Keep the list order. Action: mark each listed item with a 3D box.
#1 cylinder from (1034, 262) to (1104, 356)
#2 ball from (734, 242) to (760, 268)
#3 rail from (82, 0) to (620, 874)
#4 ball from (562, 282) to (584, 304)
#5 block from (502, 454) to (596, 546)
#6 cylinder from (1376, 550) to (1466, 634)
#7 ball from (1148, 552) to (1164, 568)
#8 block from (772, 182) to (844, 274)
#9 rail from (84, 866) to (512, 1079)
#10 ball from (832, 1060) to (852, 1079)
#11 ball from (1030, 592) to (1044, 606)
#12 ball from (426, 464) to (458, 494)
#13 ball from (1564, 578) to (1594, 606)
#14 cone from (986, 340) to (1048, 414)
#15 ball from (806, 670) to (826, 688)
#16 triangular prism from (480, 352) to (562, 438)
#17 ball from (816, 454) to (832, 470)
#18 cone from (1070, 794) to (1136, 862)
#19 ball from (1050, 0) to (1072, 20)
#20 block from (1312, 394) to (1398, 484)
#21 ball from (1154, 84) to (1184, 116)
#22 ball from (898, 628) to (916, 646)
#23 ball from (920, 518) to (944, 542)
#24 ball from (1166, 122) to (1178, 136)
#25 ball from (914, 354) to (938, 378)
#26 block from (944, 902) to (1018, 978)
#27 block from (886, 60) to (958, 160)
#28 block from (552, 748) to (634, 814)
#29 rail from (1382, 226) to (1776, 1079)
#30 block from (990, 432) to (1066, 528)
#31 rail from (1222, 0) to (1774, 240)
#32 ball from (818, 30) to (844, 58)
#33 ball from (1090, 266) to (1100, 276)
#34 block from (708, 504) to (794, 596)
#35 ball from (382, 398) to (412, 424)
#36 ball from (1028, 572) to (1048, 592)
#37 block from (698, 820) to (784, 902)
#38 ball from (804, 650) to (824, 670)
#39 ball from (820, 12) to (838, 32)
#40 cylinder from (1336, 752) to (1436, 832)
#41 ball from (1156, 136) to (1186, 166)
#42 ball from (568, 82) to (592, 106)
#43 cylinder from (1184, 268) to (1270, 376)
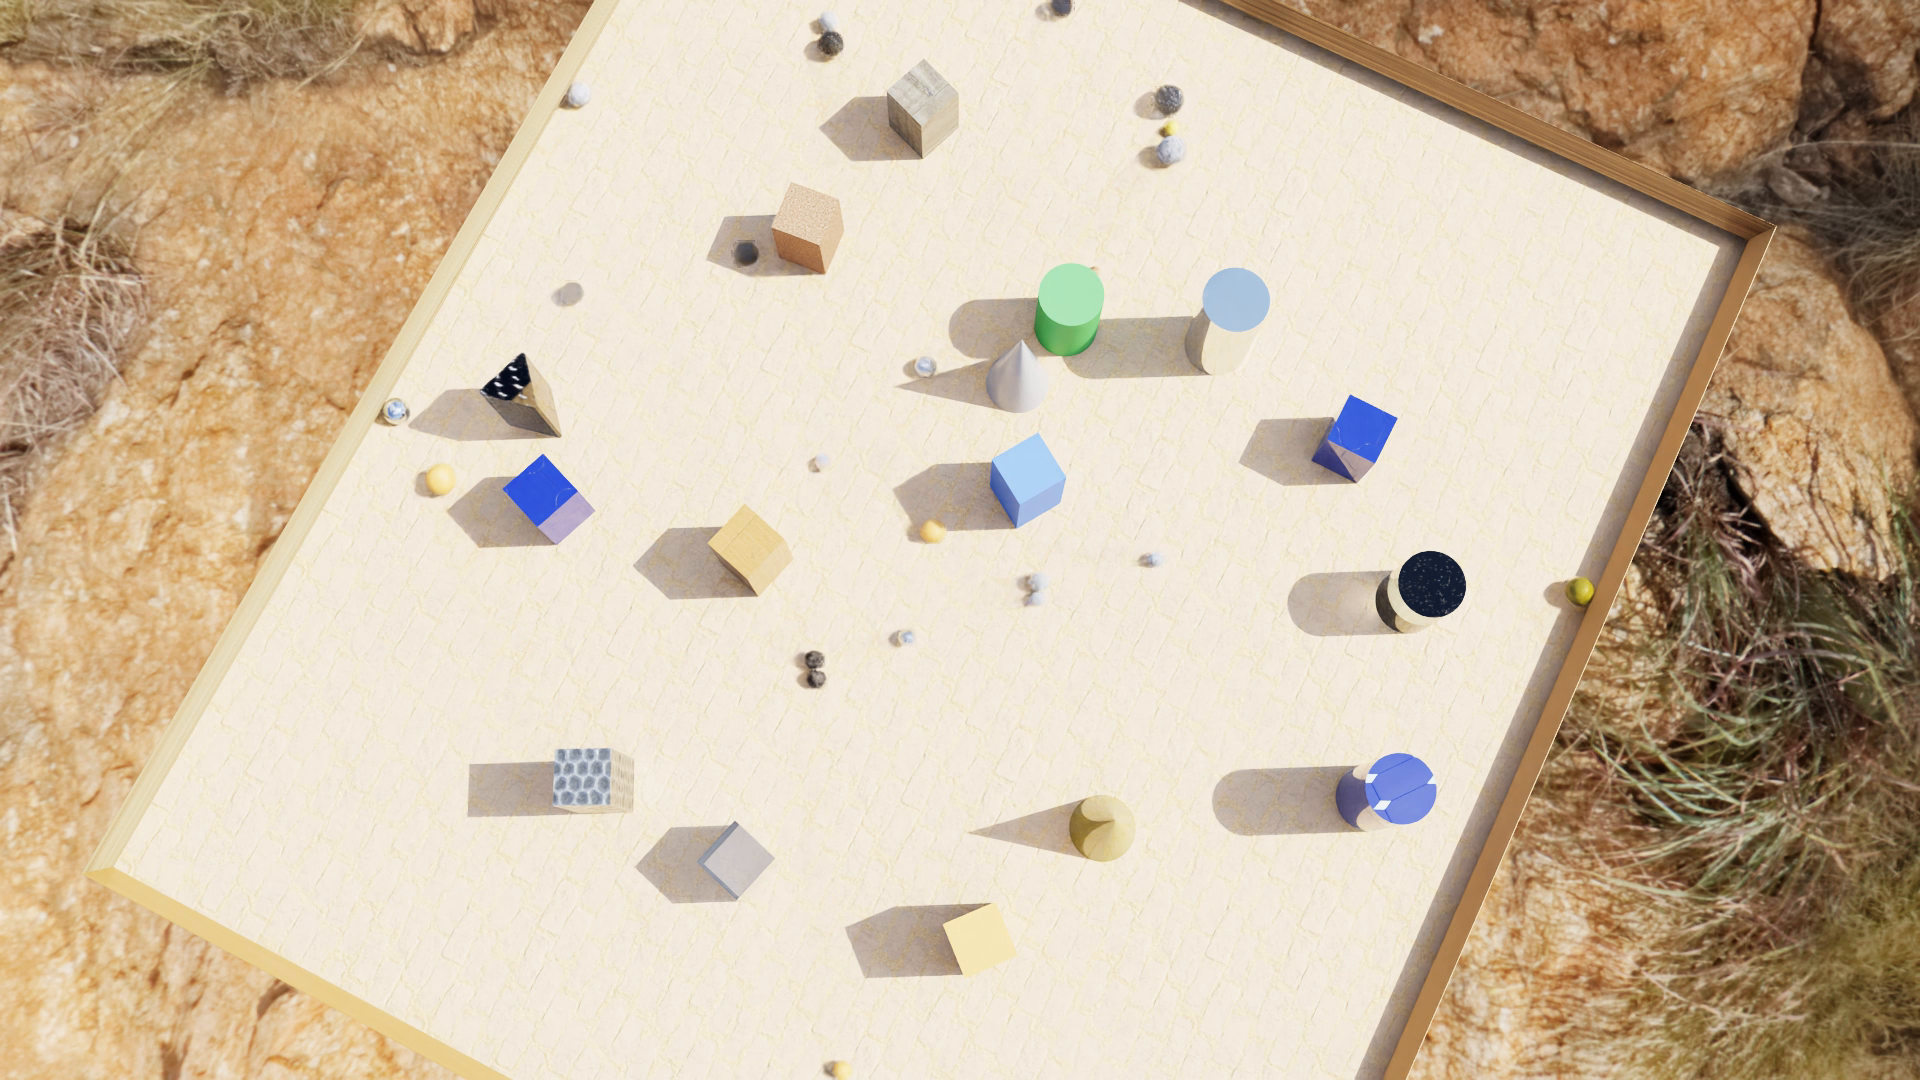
[{"bbox_3d":[0.332,-0.702,5.608,0.198,0.301,0.198,0,78,0],"label":"cylinder"},{"bbox_3d":[-0.672,-0.898,5.761,0.081,0.081,0.081,0,78,0],"label":"ball"},{"bbox_3d":[-1.612,-0.782,5.712,0.045,0.128,4.037,26,80,5],"label":"rail"},{"bbox_3d":[-1.214,-0.773,5.741,0.069,0.069,0.069,0,78,0],"label":"ball"},{"bbox_3d":[-1.231,-0.120,5.506,0.158,0.266,0.158,-43,81,-8],"label":"block"},{"bbox_3d":[1.362,0.157,5.432,0.198,0.298,0.198,0,78,0],"label":"cylinder"},{"bbox_3d":[0.597,0.059,5.579,0.050,0.050,0.050,0,78,0],"label":"ball"},{"bbox_3d":[-0.469,-0.964,5.683,0.158,0.261,0.158,21,79,4],"label":"block"},{"bbox_3d":[-0.892,1.754,5.187,3.651,0.128,0.045,26,80,5],"label":"rail"},{"bbox_3d":[-0.338,1.525,5.273,0.055,0.055,0.055,0,78,0],"label":"ball"},{"bbox_3d":[0.232,0.178,5.557,0.043,0.043,0.043,0,78,0],"label":"ball"},{"bbox_3d":[-1.587,-0.185,5.607,0.093,0.093,0.093,0,78,0],"label":"ball"},{"bbox_3d":[1.873,0.156,5.541,0.086,0.086,0.086,0,78,0],"label":"ball"},{"bbox_3d":[0.179,-0.535,5.504,0.198,0.437,0.198,0,78,0],"label":"cone"},{"bbox_3d":[-0.431,0.417,5.501,0.057,0.057,0.057,0,78,0],"label":"ball"},{"bbox_3d":[-1.300,-0.445,5.531,0.171,0.348,0.148,15,79,3],"label":"triangular prism"},{"bbox_3d":[-0.420,-0.240,5.641,0.050,0.050,0.050,0,78,0],"label":"ball"},{"bbox_3d":[0.423,0.810,5.218,0.198,0.452,0.198,0,78,0],"label":"cone"},{"bbox_3d":[0.327,-1.727,5.936,0.076,0.076,0.076,0,78,0],"label":"ball"},{"bbox_3d":[1.192,-0.304,5.551,0.158,0.253,0.158,28,80,5],"label":"block"},{"bbox_3d":[0.667,-1.406,5.857,0.099,0.099,0.099,0,78,0],"label":"ball"},{"bbox_3d":[-0.161,0.294,5.529,0.052,0.052,0.052,0,78,0],"label":"ball"},{"bbox_3d":[-0.084,-0.028,5.585,0.073,0.073,0.073,0,78,0],"label":"ball"},{"bbox_3d":[0.679,-1.317,5.868,0.043,0.043,0.043,0,78,0],"label":"ball"},{"bbox_3d":[-0.105,-0.541,5.693,0.070,0.070,0.070,0,78,0],"label":"ball"},{"bbox_3d":[0.056,1.137,5.215,0.158,0.325,0.158,-22,79,-4],"label":"block"},{"bbox_3d":[-0.115,-1.354,5.767,0.158,0.255,0.158,-43,81,-8],"label":"block"},{"bbox_3d":[-1.051,0.697,5.282,0.158,0.373,0.158,-1,78,0],"label":"block"},{"bbox_3d":[1.612,0.796,5.385,0.045,0.128,4.037,26,80,5],"label":"rail"},{"bbox_3d":[0.200,-0.174,5.480,0.158,0.338,0.158,-30,80,-6],"label":"block"},{"bbox_3d":[0.892,-1.740,5.910,3.651,0.128,0.045,26,80,5],"label":"rail"},{"bbox_3d":[-0.414,-1.597,5.905,0.083,0.083,0.083,0,78,0],"label":"ball"},{"bbox_3d":[0.419,-0.841,5.769,0.042,0.042,0.042,0,78,0],"label":"ball"},{"bbox_3d":[-0.620,0.034,5.456,0.158,0.301,0.158,41,81,8],"label":"block"},{"bbox_3d":[-1.738,-0.399,5.656,0.085,0.085,0.085,0,78,0],"label":"ball"},{"bbox_3d":[0.238,0.125,5.560,0.060,0.060,0.060,0,78,0],"label":"ball"},{"bbox_3d":[-0.634,0.930,5.300,0.158,0.243,0.158,42,81,8],"label":"block"},{"bbox_3d":[-0.438,0.360,5.512,0.059,0.059,0.059,0,78,0],"label":"ball"},{"bbox_3d":[-0.425,-1.679,5.933,0.061,0.061,0.061,0,78,0],"label":"ball"},{"bbox_3d":[1.217,0.727,5.257,0.198,0.410,0.198,0,78,0],"label":"cylinder"},{"bbox_3d":[0.670,-1.237,5.827,0.090,0.090,0.090,0,78,0],"label":"ball"},{"bbox_3d":[-1.220,-1.428,5.873,0.077,0.077,0.077,0,78,0],"label":"ball"},{"bbox_3d":[0.802,-0.654,5.532,0.198,0.431,0.198,0,78,0],"label":"cylinder"}]
